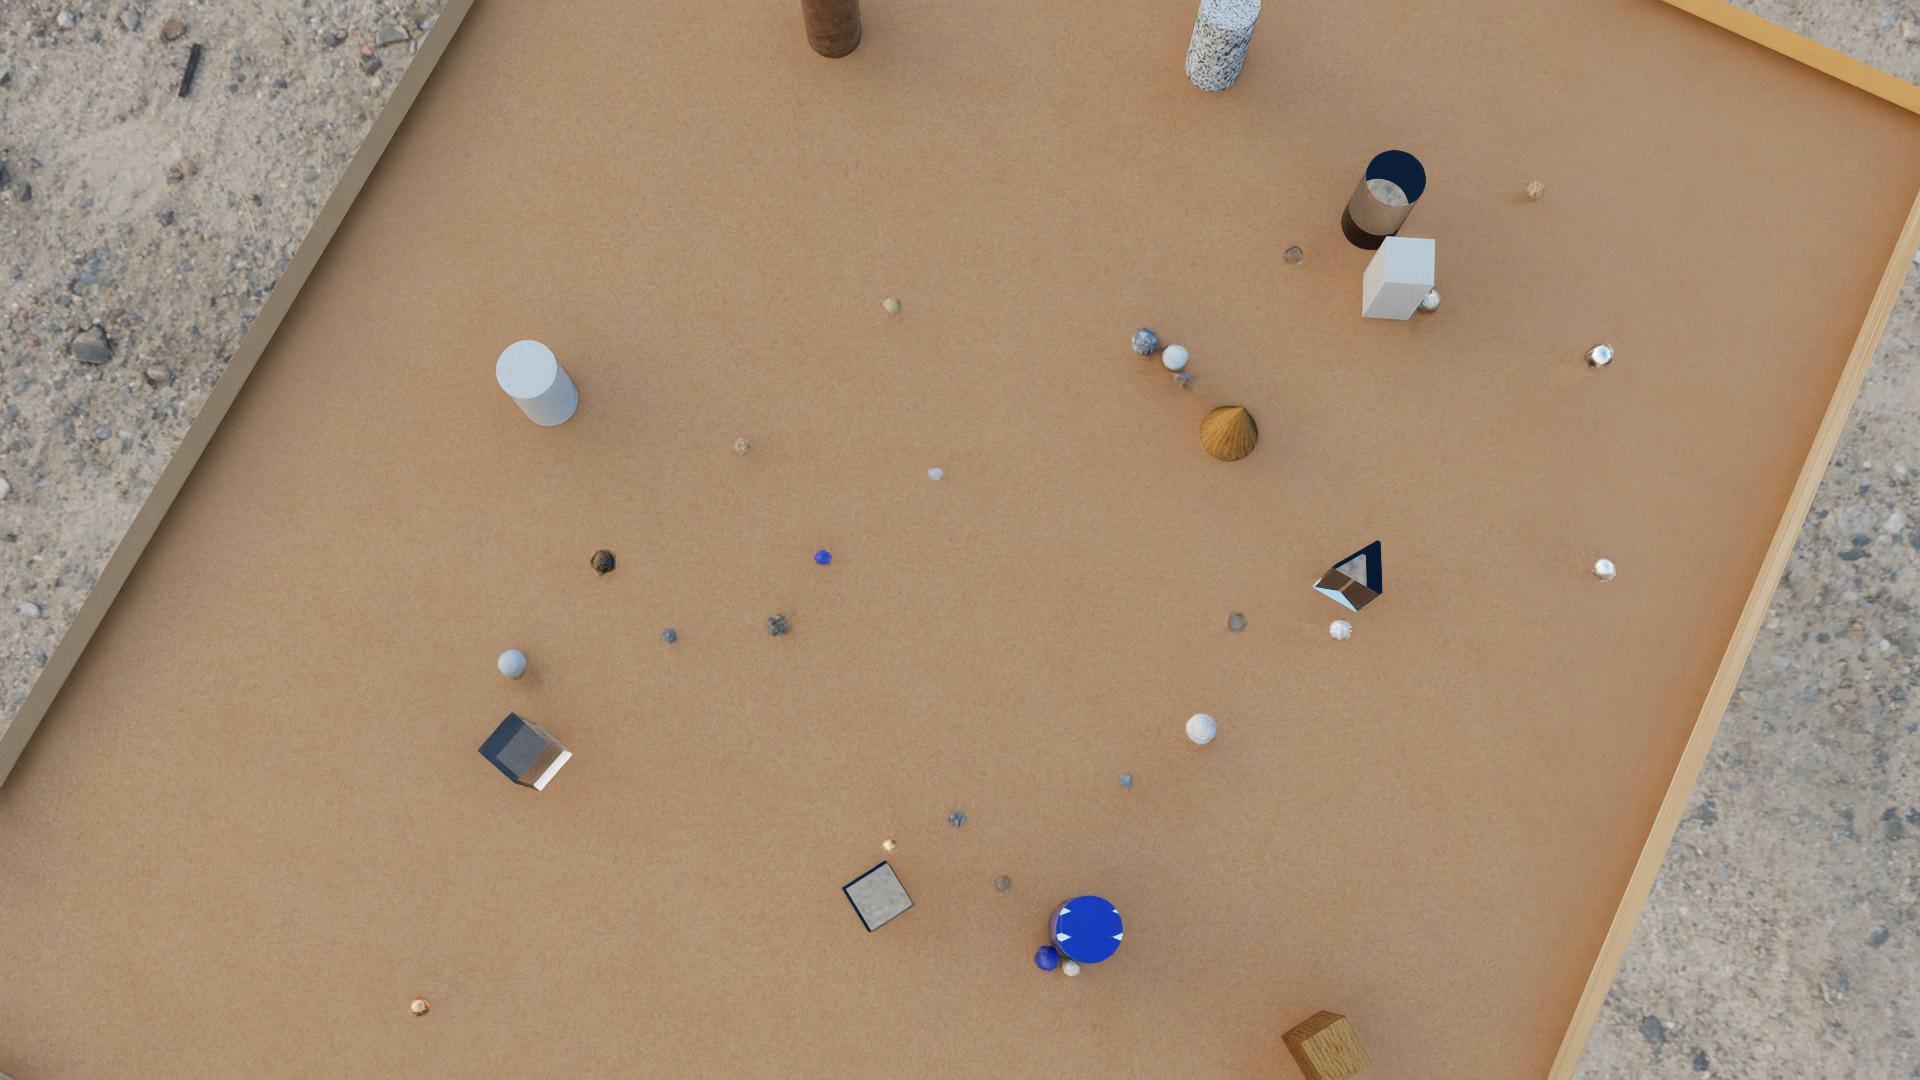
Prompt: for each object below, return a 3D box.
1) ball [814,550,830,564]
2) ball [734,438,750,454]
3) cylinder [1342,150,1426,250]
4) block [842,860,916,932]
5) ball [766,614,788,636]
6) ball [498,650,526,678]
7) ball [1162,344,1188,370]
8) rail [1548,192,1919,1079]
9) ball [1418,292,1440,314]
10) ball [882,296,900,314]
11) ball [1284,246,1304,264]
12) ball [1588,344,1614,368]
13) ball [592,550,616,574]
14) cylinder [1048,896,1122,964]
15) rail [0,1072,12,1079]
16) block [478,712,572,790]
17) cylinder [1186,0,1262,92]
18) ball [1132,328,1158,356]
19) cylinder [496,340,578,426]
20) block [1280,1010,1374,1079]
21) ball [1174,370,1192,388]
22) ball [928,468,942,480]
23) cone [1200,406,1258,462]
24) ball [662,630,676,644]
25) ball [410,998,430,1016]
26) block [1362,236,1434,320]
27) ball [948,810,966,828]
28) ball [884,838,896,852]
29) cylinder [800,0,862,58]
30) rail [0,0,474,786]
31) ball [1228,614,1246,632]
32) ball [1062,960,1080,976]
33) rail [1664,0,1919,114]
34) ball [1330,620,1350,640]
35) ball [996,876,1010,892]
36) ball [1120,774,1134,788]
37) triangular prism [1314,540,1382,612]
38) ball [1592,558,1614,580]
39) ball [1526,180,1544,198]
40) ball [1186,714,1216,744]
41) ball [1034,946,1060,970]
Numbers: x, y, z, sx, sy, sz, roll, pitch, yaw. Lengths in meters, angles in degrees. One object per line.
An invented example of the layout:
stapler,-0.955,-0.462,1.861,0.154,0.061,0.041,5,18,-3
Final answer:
ball,-0.418,0.052,5.581,0.047,0.047,0.047,0,78,0
ball,-0.673,-0.290,5.650,0.050,0.050,0.050,0,78,0
cylinder,1.301,-1.043,5.646,0.180,0.363,0.180,0,78,0
block,-0.231,1.023,5.253,0.144,0.298,0.144,-32,80,-6
ball,-0.554,0.258,5.529,0.066,0.066,0.066,0,78,0
ball,-1.343,0.371,5.497,0.083,0.083,0.083,0,78,0
ball,0.668,-0.567,5.693,0.078,0.078,0.078,0,78,0
rail,1.989,0.980,5.353,0.045,0.117,5.317,26,80,5
ball,1.467,-0.744,5.735,0.068,0.068,0.068,0,78,0
ball,-0.215,-0.735,5.741,0.054,0.054,0.054,0,78,0
ball,1.052,-0.896,5.772,0.057,0.057,0.057,0,78,0
ball,1.990,-0.572,5.695,0.076,0.076,0.076,0,78,0
ball,-1.084,0.066,5.566,0.072,0.072,0.072,0,78,0
cylinder,0.350,1.097,5.169,0.180,0.432,0.180,0,78,0
rail,-1.178,2.314,5.077,4.495,0.117,0.045,26,80,5
block,-1.260,0.617,5.325,0.144,0.321,0.144,39,81,7
cylinder,0.818,-1.577,5.728,0.180,0.420,0.180,0,78,0
ball,0.576,-0.616,5.701,0.084,0.084,0.084,0,78,0
cylinder,-1.278,-0.472,5.556,0.180,0.310,0.180,0,78,0
block,1.028,1.431,5.152,0.144,0.331,0.144,-30,80,-6
ball,0.693,-0.499,5.693,0.052,0.052,0.052,0,78,0
ball,-0.076,-0.204,5.638,0.041,0.041,0.041,0,78,0
cone,0.834,-0.361,5.537,0.180,0.302,0.180,0,78,0
ball,-0.878,0.291,5.535,0.041,0.041,0.041,0,78,0
ball,-1.565,1.352,5.311,0.051,0.051,0.051,0,78,0
block,1.341,-0.799,5.616,0.144,0.324,0.144,4,78,1
ball,-0.008,0.824,5.420,0.050,0.050,0.050,0,78,0
ball,-0.207,0.900,5.409,0.041,0.041,0.041,0,78,0
cylinder,-0.408,-1.691,5.752,0.180,0.418,0.180,0,78,0
rail,-1.989,-0.968,5.756,0.045,0.117,5.317,26,80,5
ball,0.836,0.248,5.538,0.053,0.053,0.053,0,78,0
ball,0.323,1.244,5.335,0.048,0.048,0.048,0,78,0
rail,1.178,-2.302,6.031,4.495,0.117,0.045,26,80,5
ball,1.145,0.270,5.530,0.059,0.059,0.059,0,78,0
ball,0.127,1.012,5.384,0.045,0.045,0.045,0,78,0
ball,0.494,0.718,5.446,0.042,0.042,0.042,0,78,0
triangular prism,1.177,0.091,5.437,0.156,0.314,0.135,30,80,6
ball,1.954,0.087,5.565,0.065,0.065,0.065,0,78,0
ball,1.827,-1.112,5.817,0.056,0.056,0.056,0,78,0
ball,0.718,0.562,5.454,0.090,0.090,0.090,0,78,0
ball,0.253,1.215,5.329,0.071,0.071,0.071,0,78,0
